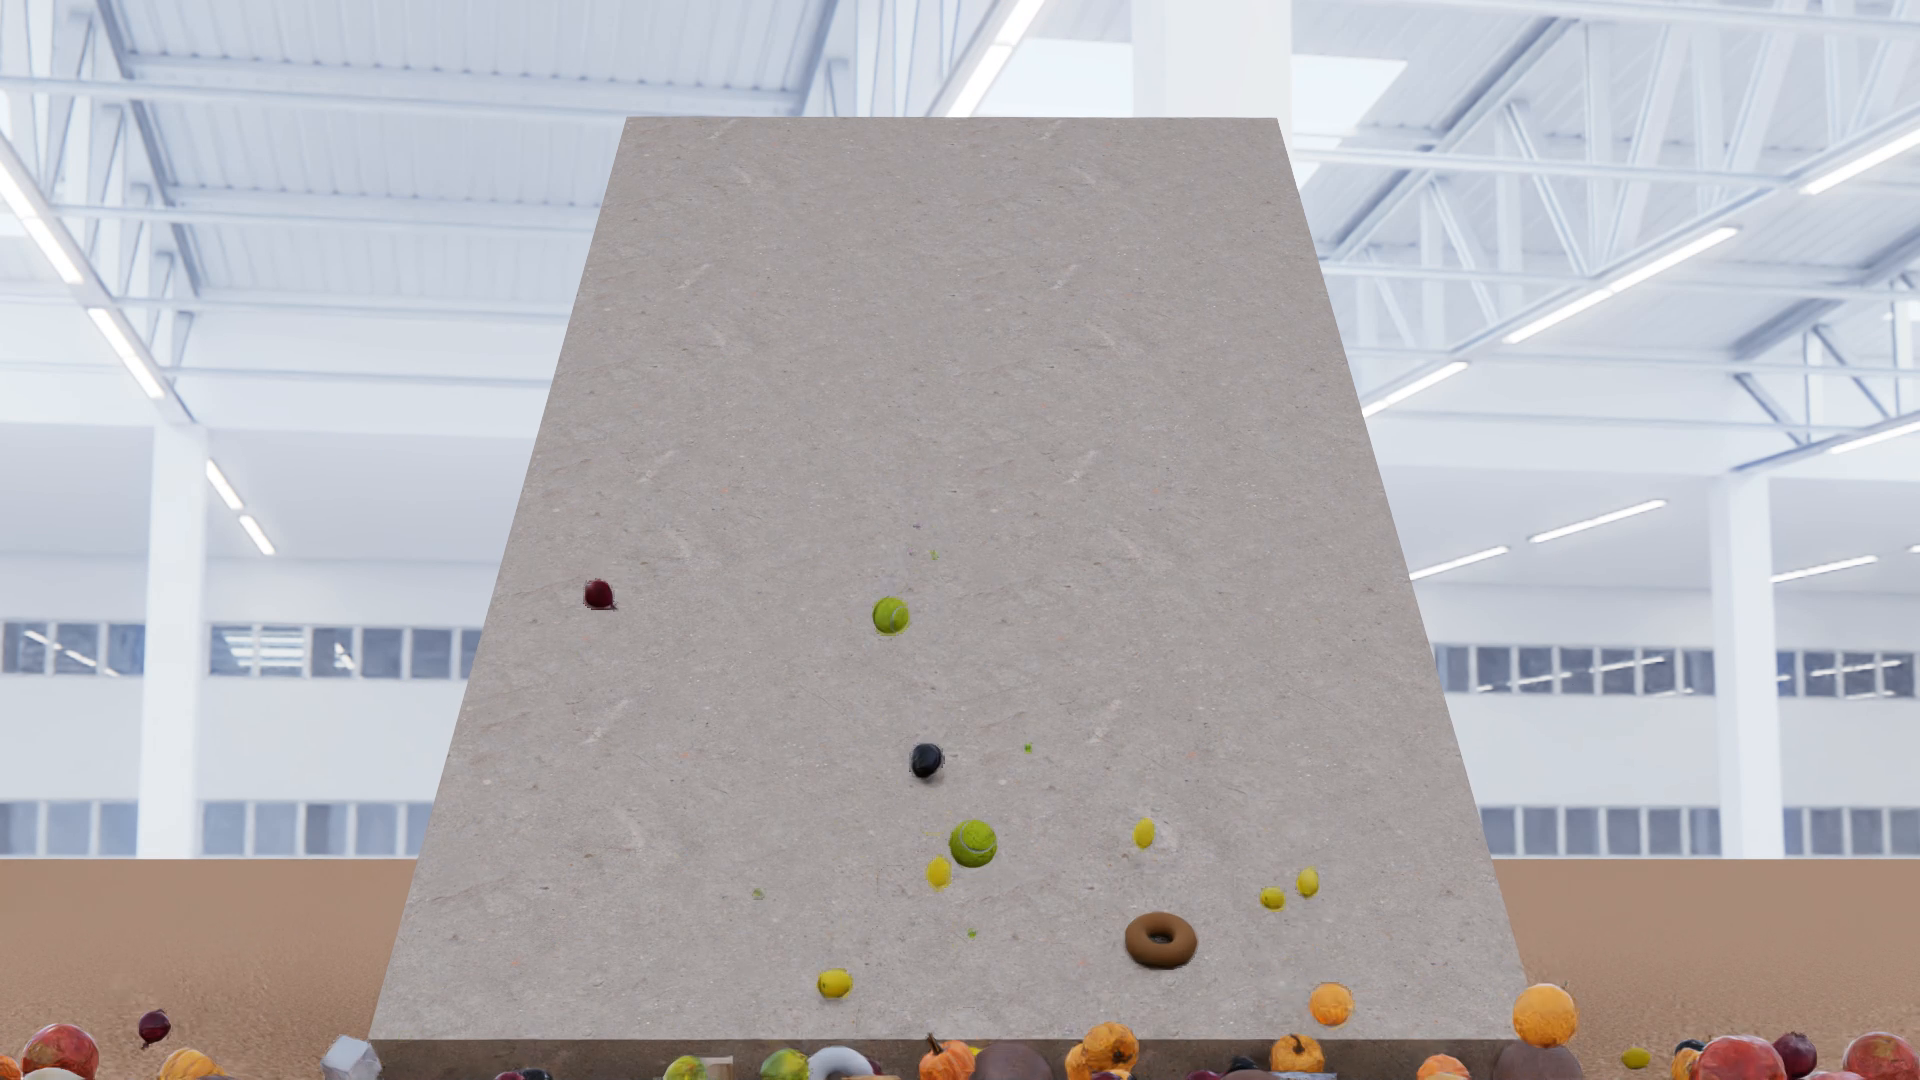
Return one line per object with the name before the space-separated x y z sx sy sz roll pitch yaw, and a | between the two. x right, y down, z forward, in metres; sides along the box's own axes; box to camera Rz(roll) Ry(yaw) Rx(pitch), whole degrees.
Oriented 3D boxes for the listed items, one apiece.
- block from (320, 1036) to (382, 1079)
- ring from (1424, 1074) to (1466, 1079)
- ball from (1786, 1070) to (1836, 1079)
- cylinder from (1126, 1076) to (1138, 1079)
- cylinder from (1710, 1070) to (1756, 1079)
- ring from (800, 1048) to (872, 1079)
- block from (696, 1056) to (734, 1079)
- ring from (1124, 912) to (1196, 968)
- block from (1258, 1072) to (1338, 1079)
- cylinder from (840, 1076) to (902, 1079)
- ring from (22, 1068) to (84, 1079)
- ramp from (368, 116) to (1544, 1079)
block | -0.920 0.794 3.705 0.057 0.057 0.057 8 40 26
ring | 0.694 0.790 3.440 0.117 0.039 0.117 15 -38 12
ball | 1.157 0.769 3.327 0.098 0.098 0.098 0 -7 0
cylinder | 0.225 0.766 3.307 0.062 0.062 0.062 -40 -18 11
cylinder | 1.036 0.766 3.295 0.097 0.097 0.097 -3 -8 22
ring | -0.182 0.805 3.642 0.111 0.111 0.037 -1 20 9
block | -0.362 0.796 3.624 0.054 0.054 0.054 -2 -1 -6
ring | 0.356 0.710 4.353 0.128 0.043 0.128 1 32 -1
block | 0.457 0.769 3.304 0.093 0.093 0.093 -2 -8 16
cylinder | -0.126 0.796 3.460 0.079 0.079 0.079 3 -8 -24
ring | -0.933 0.611 2.550 0.045 0.134 0.134 -34 -18 14
ramp | -0.015 -0.184 5.884 2.000 0.100 4.000 0 33 0
